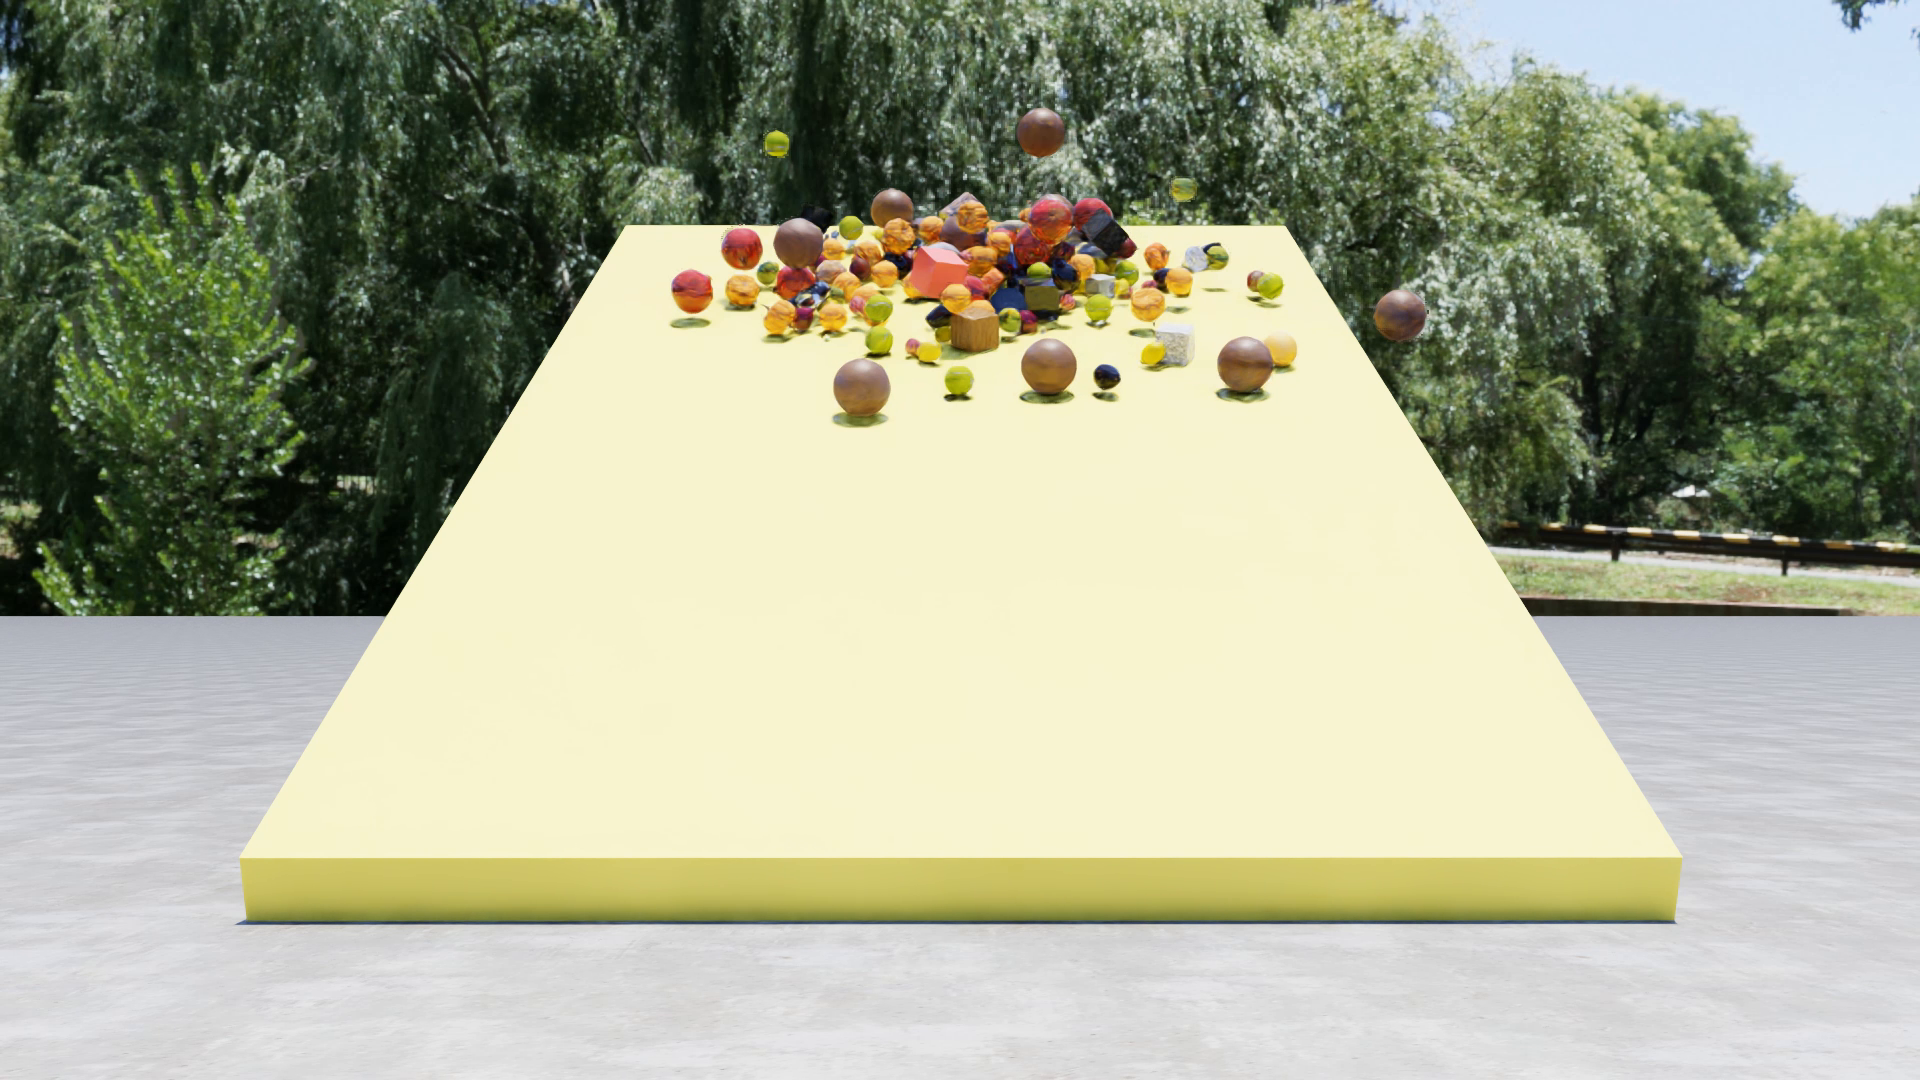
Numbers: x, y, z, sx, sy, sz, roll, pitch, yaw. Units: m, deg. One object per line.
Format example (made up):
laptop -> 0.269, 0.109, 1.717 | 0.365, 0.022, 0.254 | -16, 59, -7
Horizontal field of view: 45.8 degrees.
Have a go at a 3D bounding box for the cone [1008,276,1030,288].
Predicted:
cone -> 0.169, -0.641, 6.007 | 0.080, 0.080, 0.080 | -4, -43, -4

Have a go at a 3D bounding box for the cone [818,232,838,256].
cone -> -0.383, -0.857, 6.550 | 0.059, 0.059, 0.059 | 0, 20, 0

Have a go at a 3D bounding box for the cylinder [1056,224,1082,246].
cylinder -> 0.323, -0.894, 6.652 | 0.059, 0.059, 0.059 | 20, 12, 42

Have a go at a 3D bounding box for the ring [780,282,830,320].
ring -> -0.397, -0.617, 5.851 | 0.145, 0.048, 0.145 | -32, 8, 5

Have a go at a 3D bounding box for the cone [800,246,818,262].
cone -> -0.423, -0.804, 6.454 | 0.050, 0.050, 0.050 | 27, -9, -14

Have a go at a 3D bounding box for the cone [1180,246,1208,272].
cone -> 0.640, -0.778, 6.377 | 0.078, 0.078, 0.078 | 1, -10, -30

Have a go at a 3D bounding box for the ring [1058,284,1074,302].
ring -> 0.256, -0.661, 6.064 | 0.097, 0.032, 0.097 | -1, 21, 0

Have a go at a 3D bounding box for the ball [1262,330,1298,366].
ball -> 0.766, -0.458, 5.444 | 0.086, 0.086, 0.086 | 0, -2, 0

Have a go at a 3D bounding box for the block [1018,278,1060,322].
block -> 0.204, -0.623, 5.880 | 0.090, 0.090, 0.090 | -3, 21, -7

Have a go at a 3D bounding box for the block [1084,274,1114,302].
block -> 0.372, -0.675, 6.067 | 0.057, 0.057, 0.057 | -15, 25, -36

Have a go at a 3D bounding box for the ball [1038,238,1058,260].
ball -> 0.249, -0.819, 6.403 | 0.060, 0.060, 0.060 | 0, -2, 0

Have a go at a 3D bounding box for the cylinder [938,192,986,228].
cylinder -> 0.006, -0.952, 6.674 | 0.100, 0.100, 0.100 | -39, 8, -13

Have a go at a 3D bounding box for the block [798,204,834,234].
block -> -0.394, -0.875, 6.184 | 0.060, 0.060, 0.060 | 23, -2, -36

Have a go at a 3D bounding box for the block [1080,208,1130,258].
block -> 0.392, -0.833, 6.155 | 0.080, 0.080, 0.080 | 38, 11, -37

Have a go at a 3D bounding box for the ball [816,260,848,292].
ball -> -0.347, -0.712, 6.121 | 0.088, 0.088, 0.088 | 0, -2, 0

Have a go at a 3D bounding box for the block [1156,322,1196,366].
block -> 0.521, -0.474, 5.495 | 0.080, 0.080, 0.080 | 6, 21, 17

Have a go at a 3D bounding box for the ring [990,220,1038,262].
ring -> 0.152, -0.843, 6.416 | 0.140, 0.047, 0.140 | 4, -44, 3

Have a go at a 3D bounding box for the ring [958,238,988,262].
ring -> 0.038, -0.817, 6.419 | 0.094, 0.031, 0.094 | -17, -25, -8

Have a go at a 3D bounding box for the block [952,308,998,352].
block -> 0.037, -0.517, 5.603 | 0.084, 0.084, 0.084 | -15, 25, -34

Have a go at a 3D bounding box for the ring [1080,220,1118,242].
ring -> 0.392, -0.872, 6.413 | 0.114, 0.038, 0.114 | -22, 12, 5

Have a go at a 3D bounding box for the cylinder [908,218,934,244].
cylinder -> -0.115, -0.898, 6.644 | 0.073, 0.073, 0.073 | 0, 20, -2

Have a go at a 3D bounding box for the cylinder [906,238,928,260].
cylinder -> -0.115, -0.817, 6.419 | 0.055, 0.055, 0.055 | -1, -18, 28

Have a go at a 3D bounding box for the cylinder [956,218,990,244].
cylinder -> 0.039, -0.866, 6.439 | 0.070, 0.070, 0.070 | -31, -15, 24

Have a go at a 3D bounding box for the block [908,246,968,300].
block -> -0.053, -0.657, 5.595 | 0.094, 0.094, 0.094 | 3, 28, -33

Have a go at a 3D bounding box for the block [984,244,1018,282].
block -> 0.112, -0.765, 6.262 | 0.084, 0.084, 0.084 | 1, 22, 9

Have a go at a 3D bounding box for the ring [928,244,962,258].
ring -> -0.060, -0.730, 6.097 | 0.146, 0.146, 0.049 | 1, 34, -34

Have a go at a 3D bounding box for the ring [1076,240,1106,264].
ring -> 0.385, -0.809, 6.312 | 0.134, 0.045, 0.134 | -28, 16, 9

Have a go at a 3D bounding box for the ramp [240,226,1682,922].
ramp -> -0.005, -0.210, 5.041 | 2.000, 0.100, 4.000 | 0, 20, 0

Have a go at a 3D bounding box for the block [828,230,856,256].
block -> -0.338, -0.854, 6.523 | 0.052, 0.052, 0.052 | 23, 8, 40
